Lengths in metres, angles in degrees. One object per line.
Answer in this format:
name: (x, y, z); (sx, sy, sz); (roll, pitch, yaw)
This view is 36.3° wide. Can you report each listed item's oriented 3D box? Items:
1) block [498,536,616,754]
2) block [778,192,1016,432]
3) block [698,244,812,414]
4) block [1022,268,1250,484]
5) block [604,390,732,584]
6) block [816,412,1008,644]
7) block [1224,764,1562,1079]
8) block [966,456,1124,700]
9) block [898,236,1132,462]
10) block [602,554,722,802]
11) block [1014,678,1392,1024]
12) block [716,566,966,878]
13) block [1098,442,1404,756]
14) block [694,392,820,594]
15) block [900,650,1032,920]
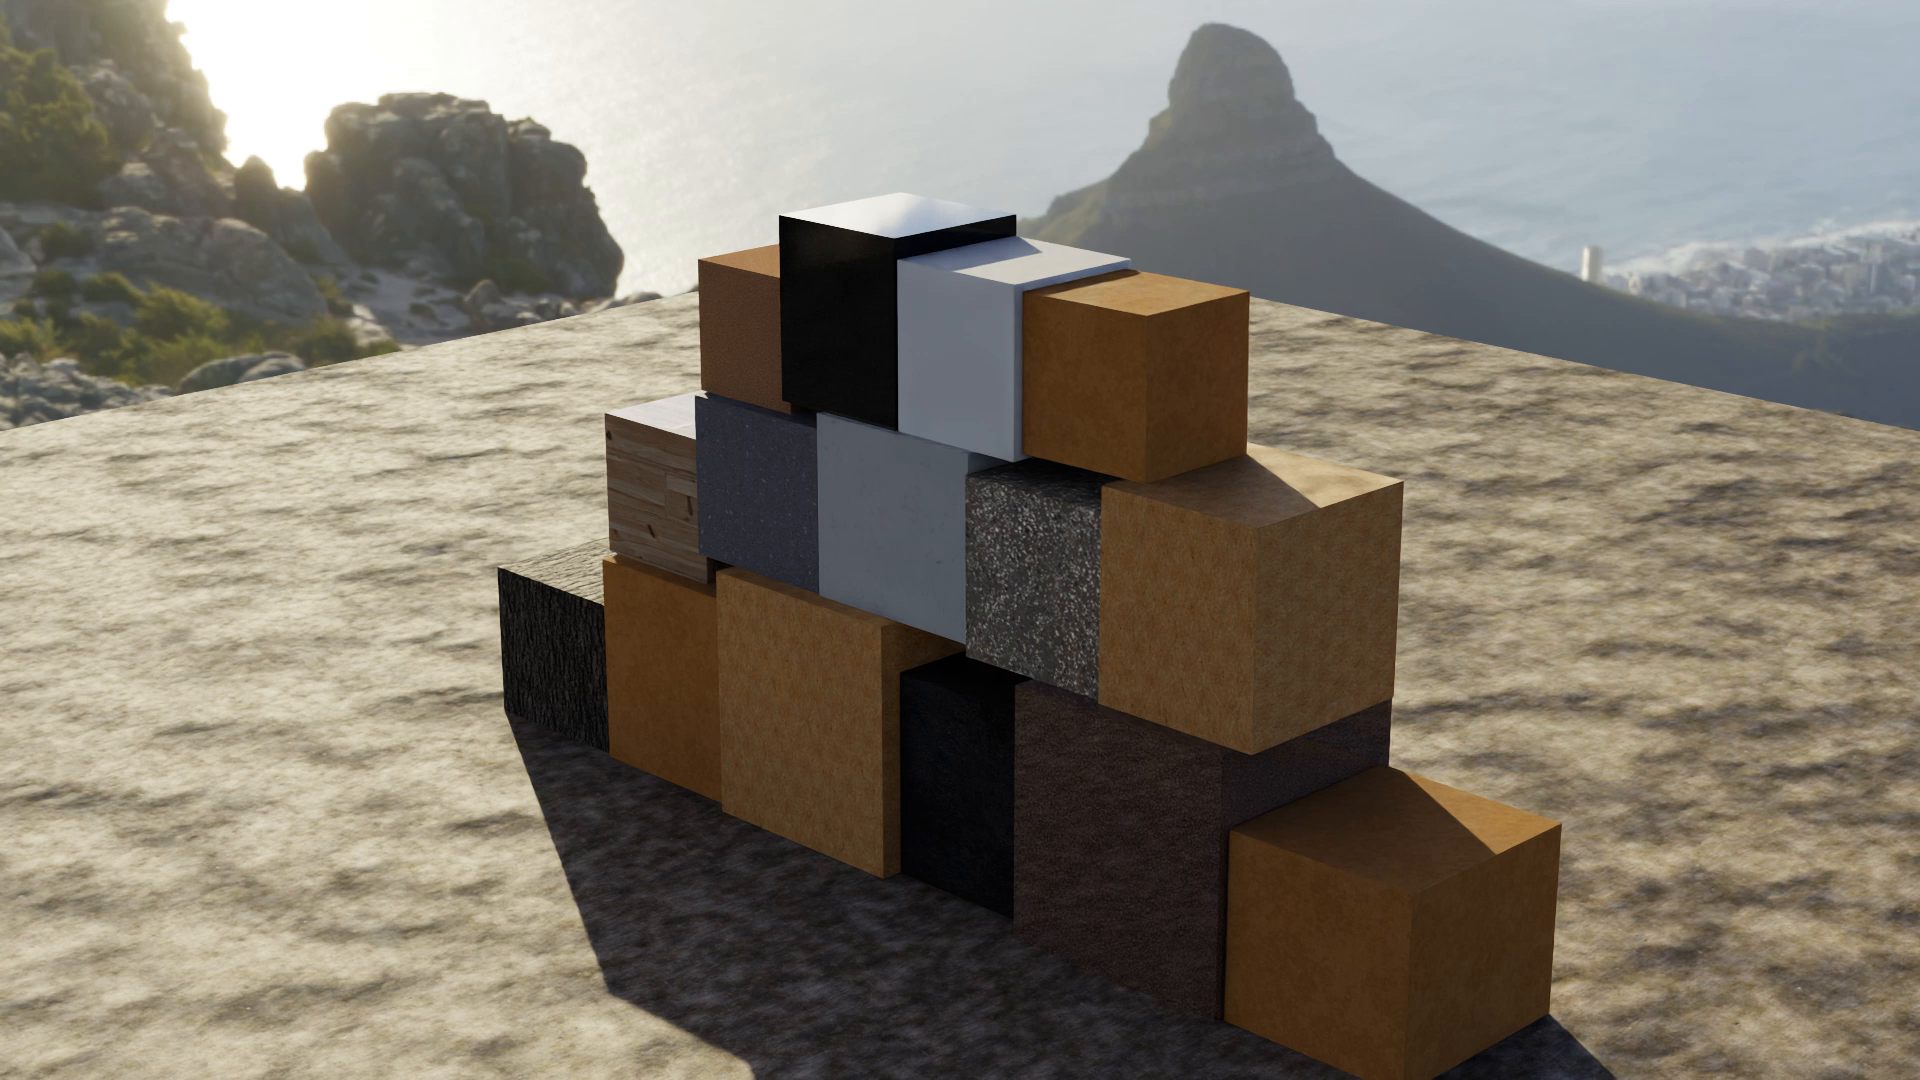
block: (-1.781, 0.522, 15.356); (0.865, 0.796, 0.907); (-17, 24, -42)
block: (-0.280, -1.050, 13.291); (0.763, 0.862, 0.747); (-17, 24, -42)
block: (-0.764, -1.017, 13.833); (0.675, 0.632, 0.636); (-17, 24, -42)
block: (0.737, -0.702, 12.331); (0.646, 0.701, 0.693); (-17, 23, -42)
block: (-1.247, -0.278, 14.533); (0.677, 0.715, 0.752); (-17, 24, -42)
block: (-0.012, -0.144, 13.291); (0.830, 0.867, 0.962); (-17, 24, -42)
block: (1.760, 1.561, 11.961); (1.002, 0.850, 0.909); (-17, 24, -42)
block: (0.630, 0.100, 12.726); (0.915, 0.823, 0.798); (-17, 24, -42)
block: (0.235, -0.848, 12.803); (0.727, 0.769, 0.706); (-17, 24, -42)
block: (-1.120, 0.598, 14.690); (0.912, 1.051, 0.938); (-17, 24, -42)
block: (1.034, 1.182, 12.620); (1.117, 1.178, 1.147); (-17, 24, -42)
block: (-0.367, 0.734, 13.975); (1.082, 1.219, 1.129); (-17, 24, -42)
block: (1.200, 0.219, 12.138); (0.934, 0.948, 0.826); (-17, 24, -42)
block: (-0.648, -0.307, 13.940); (0.848, 0.788, 0.862); (-17, 24, -42)
block: (0.330, 1.062, 13.333); (0.856, 0.980, 0.842); (-17, 24, -42)
